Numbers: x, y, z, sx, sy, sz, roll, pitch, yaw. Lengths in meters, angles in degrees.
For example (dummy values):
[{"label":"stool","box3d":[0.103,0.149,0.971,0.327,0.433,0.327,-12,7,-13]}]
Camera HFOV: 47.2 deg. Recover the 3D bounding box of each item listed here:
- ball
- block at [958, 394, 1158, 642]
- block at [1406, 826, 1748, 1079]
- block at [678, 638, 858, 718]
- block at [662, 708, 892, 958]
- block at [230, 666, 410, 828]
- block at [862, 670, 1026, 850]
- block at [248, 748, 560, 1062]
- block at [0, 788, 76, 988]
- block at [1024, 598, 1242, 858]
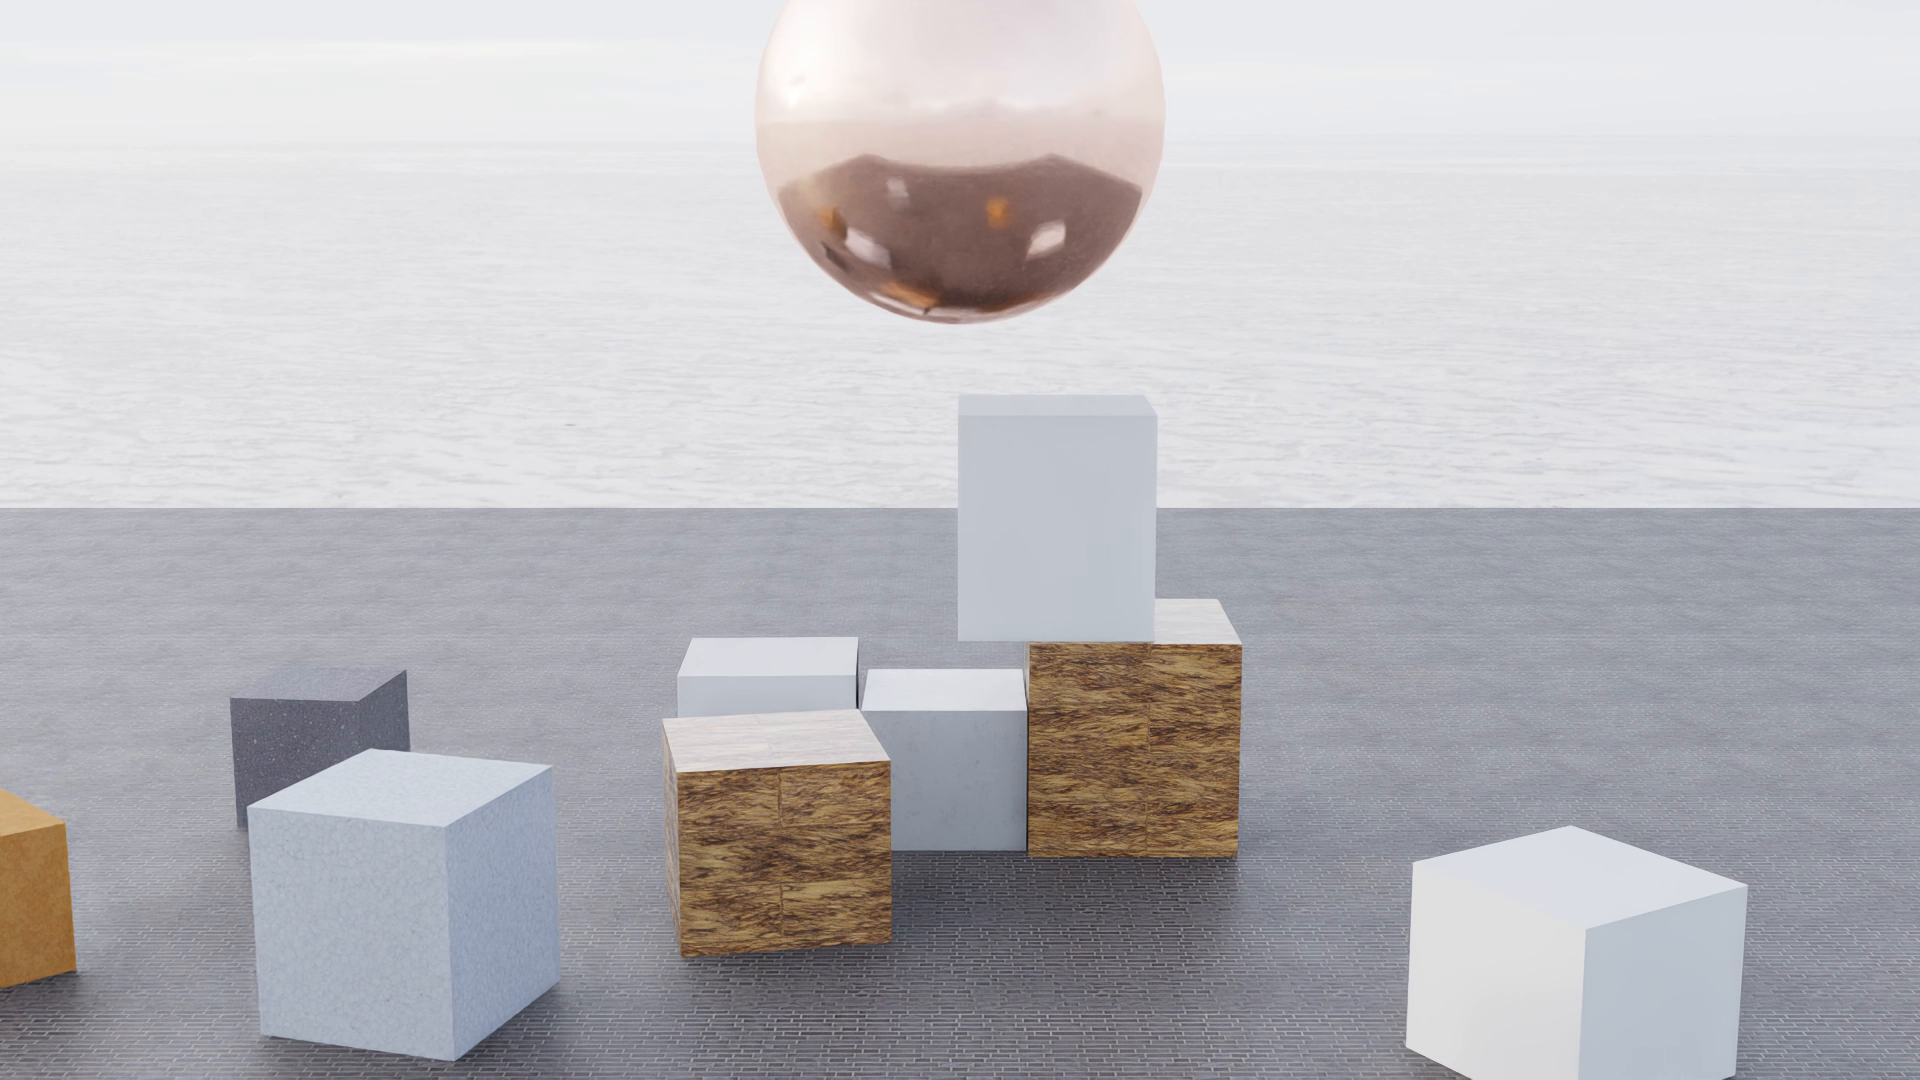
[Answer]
[{"label":"ball","box3d":[0.000,-1.639,8.544,1.600,1.600,1.600,0,10,0]},{"label":"block","box3d":[0.473,-0.130,11.111,0.962,1.113,0.884,0,10,0]},{"label":"block","box3d":[2.350,1.640,8.430,0.873,0.756,0.865,-6,12,-32]},{"label":"block","box3d":[-0.970,1.036,11.367,0.881,0.896,0.848,0,10,-2]},{"label":"block","box3d":[-0.849,1.311,10.023,0.929,0.835,0.904,-2,11,-11]},{"label":"block","box3d":[-3.366,1.092,11.631,0.681,0.690,0.702,1,10,6]},{"label":"block","box3d":[-0.078,1.122,11.371,0.819,0.724,0.861,0,10,0]},{"label":"block","box3d":[-2.236,1.452,8.945,0.870,0.942,0.871,3,11,17]},{"label":"block","box3d":[-4.364,1.516,9.396,0.797,0.655,0.827,-10,14,-43]},{"label":"block","box3d":[0.858,0.944,11.341,1.037,1.084,1.074,0,10,0]}]
